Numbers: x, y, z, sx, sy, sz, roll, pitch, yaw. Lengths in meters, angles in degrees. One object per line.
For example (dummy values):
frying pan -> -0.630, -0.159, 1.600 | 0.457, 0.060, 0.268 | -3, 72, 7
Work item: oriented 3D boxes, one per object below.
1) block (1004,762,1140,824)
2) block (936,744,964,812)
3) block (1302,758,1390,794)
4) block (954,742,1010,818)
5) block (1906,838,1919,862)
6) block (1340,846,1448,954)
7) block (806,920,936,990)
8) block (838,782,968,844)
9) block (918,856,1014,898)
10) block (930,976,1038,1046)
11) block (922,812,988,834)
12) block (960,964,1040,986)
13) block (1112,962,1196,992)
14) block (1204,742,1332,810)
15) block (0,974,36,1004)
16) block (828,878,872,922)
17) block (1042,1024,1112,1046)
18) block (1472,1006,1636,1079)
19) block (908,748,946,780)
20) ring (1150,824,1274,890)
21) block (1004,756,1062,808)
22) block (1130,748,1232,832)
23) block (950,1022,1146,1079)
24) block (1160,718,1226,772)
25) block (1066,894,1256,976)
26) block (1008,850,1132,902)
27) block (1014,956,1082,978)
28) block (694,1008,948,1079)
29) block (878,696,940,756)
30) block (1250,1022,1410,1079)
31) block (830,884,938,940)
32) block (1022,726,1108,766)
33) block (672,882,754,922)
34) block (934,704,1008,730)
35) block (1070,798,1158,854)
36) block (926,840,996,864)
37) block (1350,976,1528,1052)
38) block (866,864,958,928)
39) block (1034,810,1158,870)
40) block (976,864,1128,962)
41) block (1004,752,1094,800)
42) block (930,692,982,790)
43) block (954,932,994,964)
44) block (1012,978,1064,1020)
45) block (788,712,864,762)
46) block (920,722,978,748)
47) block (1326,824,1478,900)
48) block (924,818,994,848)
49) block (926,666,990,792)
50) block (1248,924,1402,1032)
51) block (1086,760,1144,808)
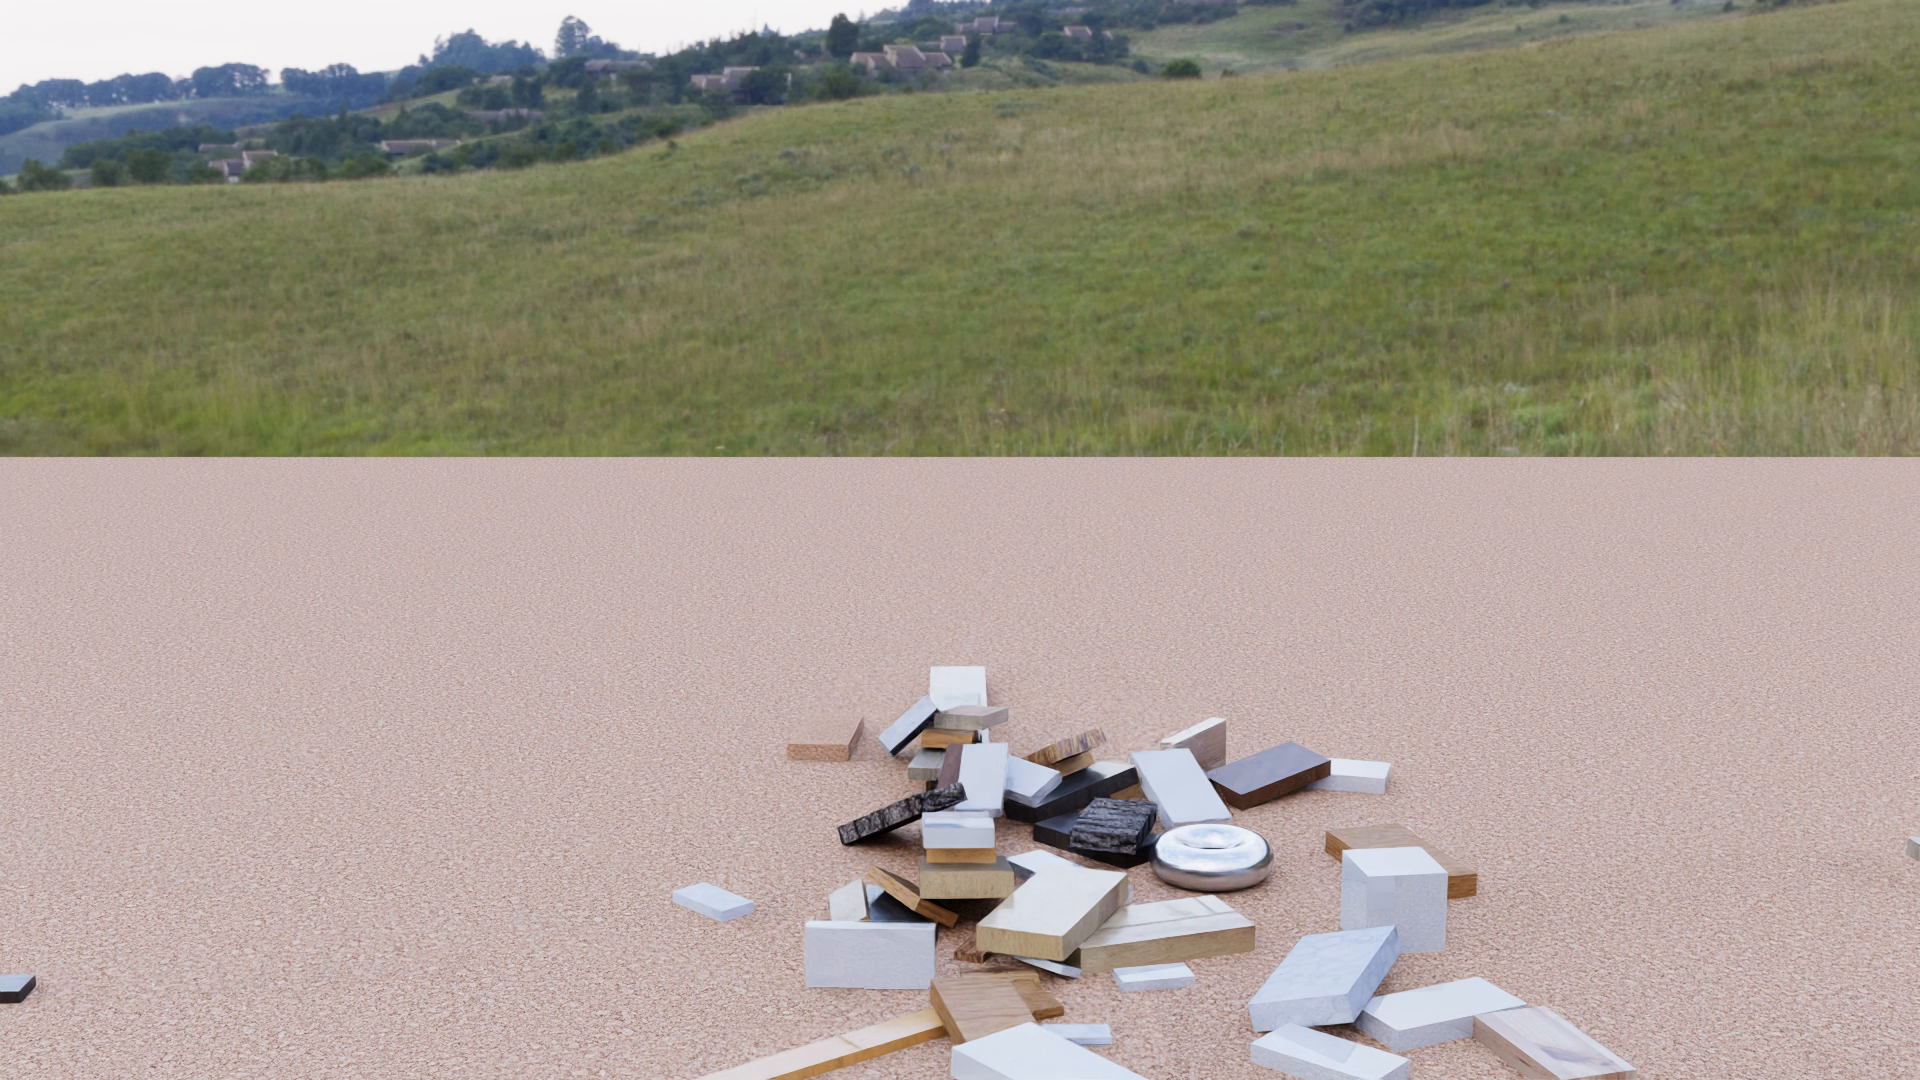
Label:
block -> 0.206, 0.467, 4.073 | 0.229, 0.032, 0.114 | -19, 9, -28
block -> 0.004, 0.444, 4.034 | 0.083, 0.023, 0.166 | 0, 43, 15
block -> 0.724, 0.457, 4.299 | 0.221, 0.031, 0.111 | 3, 11, 16
block -> 0.041, 0.436, 3.991 | 0.083, 0.023, 0.166 | -2, 39, 9
block -> 1.732, 0.557, 3.762 | 0.111, 0.031, 0.221 | -1, 11, -6
block -> 0.680, 0.565, 3.452 | 0.128, 0.128, 0.128 | -1, 11, -8
block -> -0.132, 0.617, 3.262 | 0.191, 0.095, 0.027 | 1, 12, 3
block -> -0.103, 0.483, 3.878 | 0.115, 0.033, 0.230 | -10, -13, -42
block -> 0.007, 0.549, 3.590 | 0.147, 0.042, 0.293 | 0, -3, -1
block -> 0.079, 0.705, 2.908 | 0.113, 0.032, 0.570 | 0, 12, -14
block -> -0.008, 0.499, 3.853 | 0.113, 0.032, 0.227 | -1, -10, 0
block -> 0.059, 0.654, 3.281 | 0.112, 0.016, 0.056 | -1, 11, -8
block -> 0.289, 0.653, 3.285 | 0.112, 0.016, 0.056 | -2, 11, -12
block -> 0.588, 0.450, 4.217 | 0.229, 0.032, 0.114 | -16, 24, -31
block -> -1.438, 0.661, 3.234 | 0.131, 0.019, 0.066 | -1, 11, -3
block -> -0.176, 0.588, 3.504 | 0.059, 0.017, 0.119 | -28, 22, 4
block -> 0.163, 0.693, 3.077 | 0.094, 0.013, 0.047 | 0, 11, -1
block -> 0.807, 0.698, 2.998 | 0.113, 0.032, 0.225 | -3, 11, -17
block -> -0.043, 0.421, 4.169 | 0.083, 0.023, 0.166 | 2, 11, 10
ring -> 0.429, 0.540, 3.747 | 0.213, 0.071, 0.213 | -1, 10, 0
block -> 0.099, 0.438, 4.048 | 0.164, 0.023, 0.082 | 14, 40, 43
block -> 0.406, 0.465, 4.065 | 0.115, 0.033, 0.229 | -3, 29, -16
block -> 0.134, 0.694, 2.793 | 0.140, 0.040, 0.280 | -7, 15, -42
block -> 0.455, 0.422, 4.280 | 0.030, 0.107, 0.214 | 7, 13, 33
block -> 0.295, 0.614, 3.428 | 0.293, 0.042, 0.147 | -4, 11, -20
block -> 0.180, 0.571, 3.707 | 0.082, 0.023, 0.240 | -8, 13, -36
block -> 0.132, 0.639, 3.318 | 0.095, 0.013, 0.047 | 10, -9, 43
block -> -0.309, 0.723, 2.909 | 0.721, 0.017, 0.059 | -8, 13, -37
block -> -0.099, 0.369, 4.362 | 0.124, 0.035, 0.248 | -42, -6, -5
block -> 0.500, 0.705, 2.977 | 0.191, 0.027, 0.095 | 9, 14, 40
block -> -0.123, 0.603, 3.526 | 0.095, 0.027, 0.210 | -5, 12, -25
block -> 0.169, 0.416, 4.203 | 0.115, 0.033, 0.229 | -16, -10, -36
block -> -0.405, 0.593, 3.603 | 0.066, 0.019, 0.131 | -10, 14, -43
block -> 0.024, 0.352, 4.364 | 0.099, 0.028, 0.197 | 2, 1, 16
block -> 0.272, 0.501, 3.868 | 0.114, 0.032, 0.229 | 5, 8, 14
block -> 0.000, 0.518, 3.703 | 0.113, 0.032, 0.227 | 0, -3, -1
block -> 0.681, 0.674, 3.130 | 0.225, 0.032, 0.113 | -5, 12, -25
block -> -0.078, 0.574, 3.548 | 0.082, 0.023, 0.164 | 30, -4, -32
block -> 0.248, 0.531, 3.901 | 0.111, 0.031, 0.221 | -10, 15, -44
block -> 0.147, 0.575, 3.412 | 0.140, 0.040, 0.280 | 3, 13, 25
block -> 0.151, 0.454, 4.184 | 0.107, 0.030, 0.214 | -28, -11, 40
block -> -0.005, 0.401, 4.416 | 0.099, 0.028, 0.645 | 0, 11, 0
block -> 0.030, 0.631, 3.409 | 0.047, 0.013, 0.095 | 4, 11, 21
block -> 0.100, 0.669, 3.199 | 0.056, 0.016, 0.112 | -5, 12, -24
block -> -0.276, 0.407, 4.559 | 0.124, 0.035, 0.248 | 1, 11, 5
block -> -0.019, 0.380, 4.283 | 0.099, 0.028, 0.197 | 2, 1, 3
block -> 0.752, 0.552, 3.766 | 0.140, 0.040, 0.280 | -3, 11, -16
block -> -0.001, 0.481, 3.613 | 0.113, 0.032, 0.227 | 0, -3, 0
block -> -0.004, 0.394, 4.630 | 0.124, 0.035, 0.921 | 0, 11, 0
block -> 0.535, 0.636, 3.202 | 0.147, 0.042, 0.293 | -12, 4, 26
block -> 0.288, 0.471, 4.229 | 0.107, 0.030, 0.214 | 6, 12, 30
